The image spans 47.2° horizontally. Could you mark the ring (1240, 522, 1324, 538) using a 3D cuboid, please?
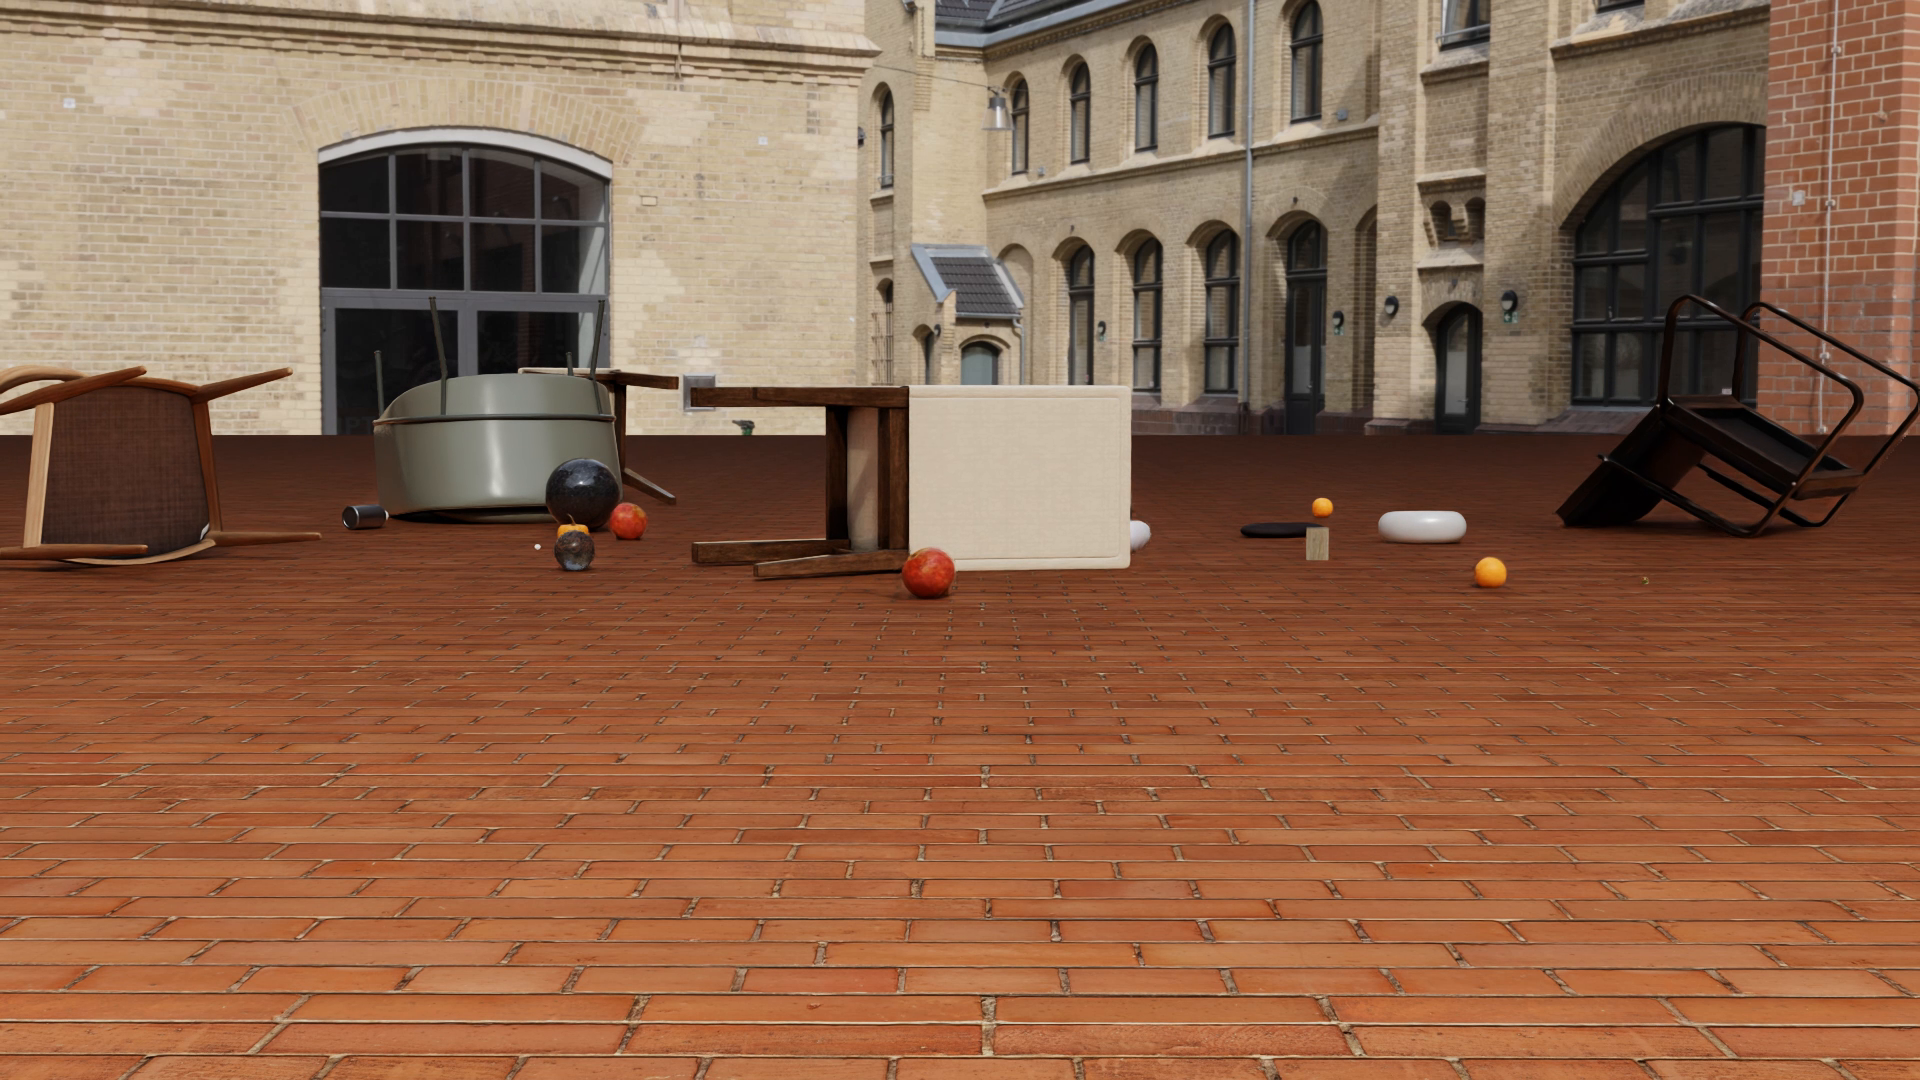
[{"bbox_3d":[0.985,-0.030,6.698,0.285,0.040,0.152,-1,5,-21],"label":"ring"}]

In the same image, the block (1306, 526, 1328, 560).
[{"bbox_3d":[0.943,0.010,5.799,0.058,0.083,0.072,1,4,10],"label":"block"}]

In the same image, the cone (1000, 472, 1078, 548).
[{"bbox_3d":[0.176,-0.037,6.309,0.209,0.239,0.280,-38,4,40],"label":"cone"}]

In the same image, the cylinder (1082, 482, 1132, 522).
[{"bbox_3d":[0.498,-0.129,7.437,0.152,0.137,0.114,0,-5,-5],"label":"cylinder"}]

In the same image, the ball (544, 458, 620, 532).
[{"bbox_3d":[-1.188,-0.143,6.923,0.234,0.234,0.234,0,4,0],"label":"ball"}]

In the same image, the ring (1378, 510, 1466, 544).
[{"bbox_3d":[1.350,-0.037,6.424,0.255,0.093,0.175,0,2,12],"label":"ring"}]

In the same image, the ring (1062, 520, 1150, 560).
[{"bbox_3d":[0.385,0.000,5.785,0.237,0.070,0.116,-11,20,10],"label":"ring"}]

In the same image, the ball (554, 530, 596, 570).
[{"bbox_3d":[-0.952,0.026,5.435,0.100,0.100,0.100,0,4,0],"label":"ball"}]
